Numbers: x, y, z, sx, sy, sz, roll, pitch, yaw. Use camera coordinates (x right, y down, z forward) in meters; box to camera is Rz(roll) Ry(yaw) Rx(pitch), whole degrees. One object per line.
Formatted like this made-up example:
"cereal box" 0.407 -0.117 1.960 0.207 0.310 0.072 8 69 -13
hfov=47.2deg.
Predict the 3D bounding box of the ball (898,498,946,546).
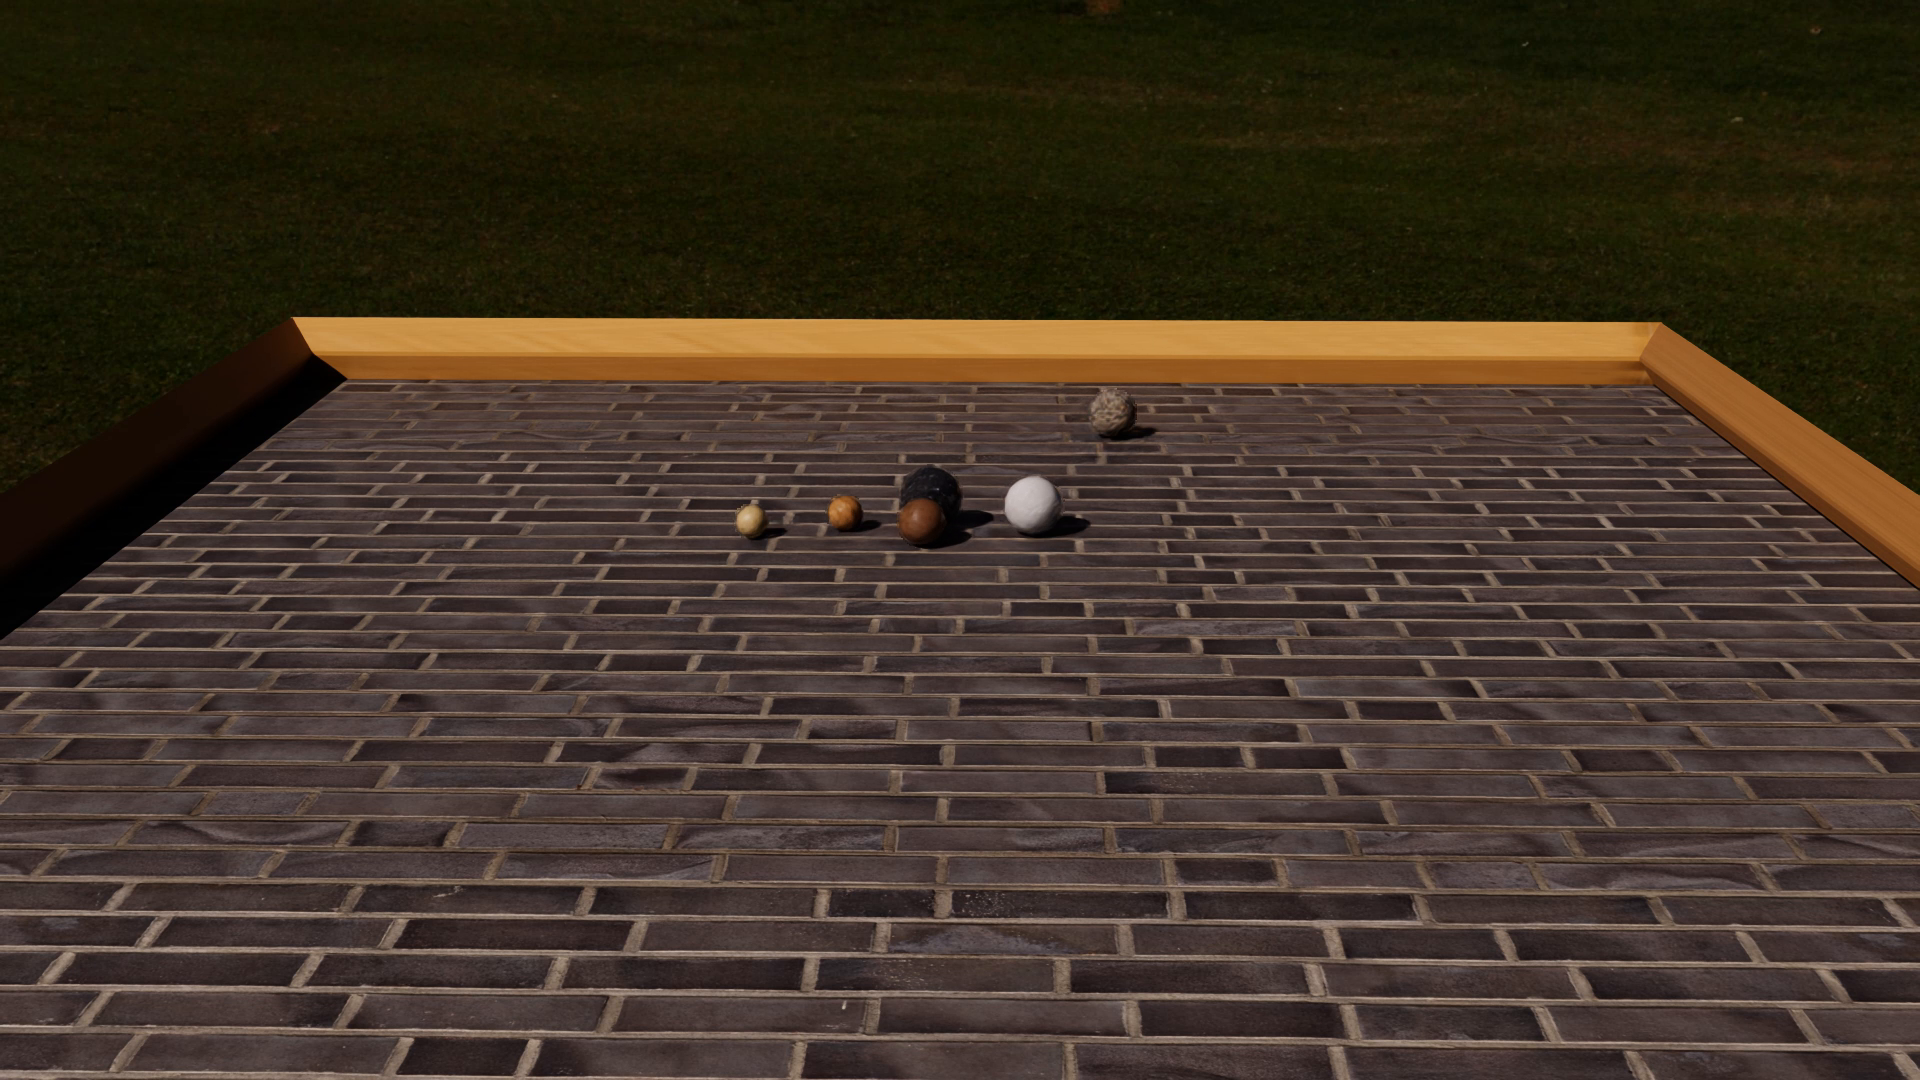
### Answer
"ball" -0.050 -0.024 2.931 0.064 0.064 0.064 0 17 0

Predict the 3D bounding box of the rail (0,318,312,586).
"rail" -1.204 0.282 1.821 0.045 0.110 4.362 0 17 1

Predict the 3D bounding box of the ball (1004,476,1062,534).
"ball" 0.100 -0.047 2.980 0.079 0.079 0.079 0 17 0

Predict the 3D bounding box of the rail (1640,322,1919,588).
"rail" 1.161 0.295 1.776 0.045 0.110 4.362 0 17 1

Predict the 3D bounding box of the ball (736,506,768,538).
"ball" -0.280 -0.024 2.967 0.044 0.044 0.044 0 17 0

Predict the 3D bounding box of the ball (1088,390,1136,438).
"ball" 0.243 -0.200 3.504 0.074 0.074 0.074 0 17 0

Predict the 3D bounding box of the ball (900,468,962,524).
"ball" -0.040 -0.057 3.006 0.085 0.085 0.085 0 17 0

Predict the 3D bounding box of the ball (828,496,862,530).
"ball" -0.157 -0.036 3.000 0.047 0.047 0.047 0 17 0

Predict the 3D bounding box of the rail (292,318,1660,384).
"rail" 0.021 -0.328 3.865 2.413 0.110 0.045 0 17 1
